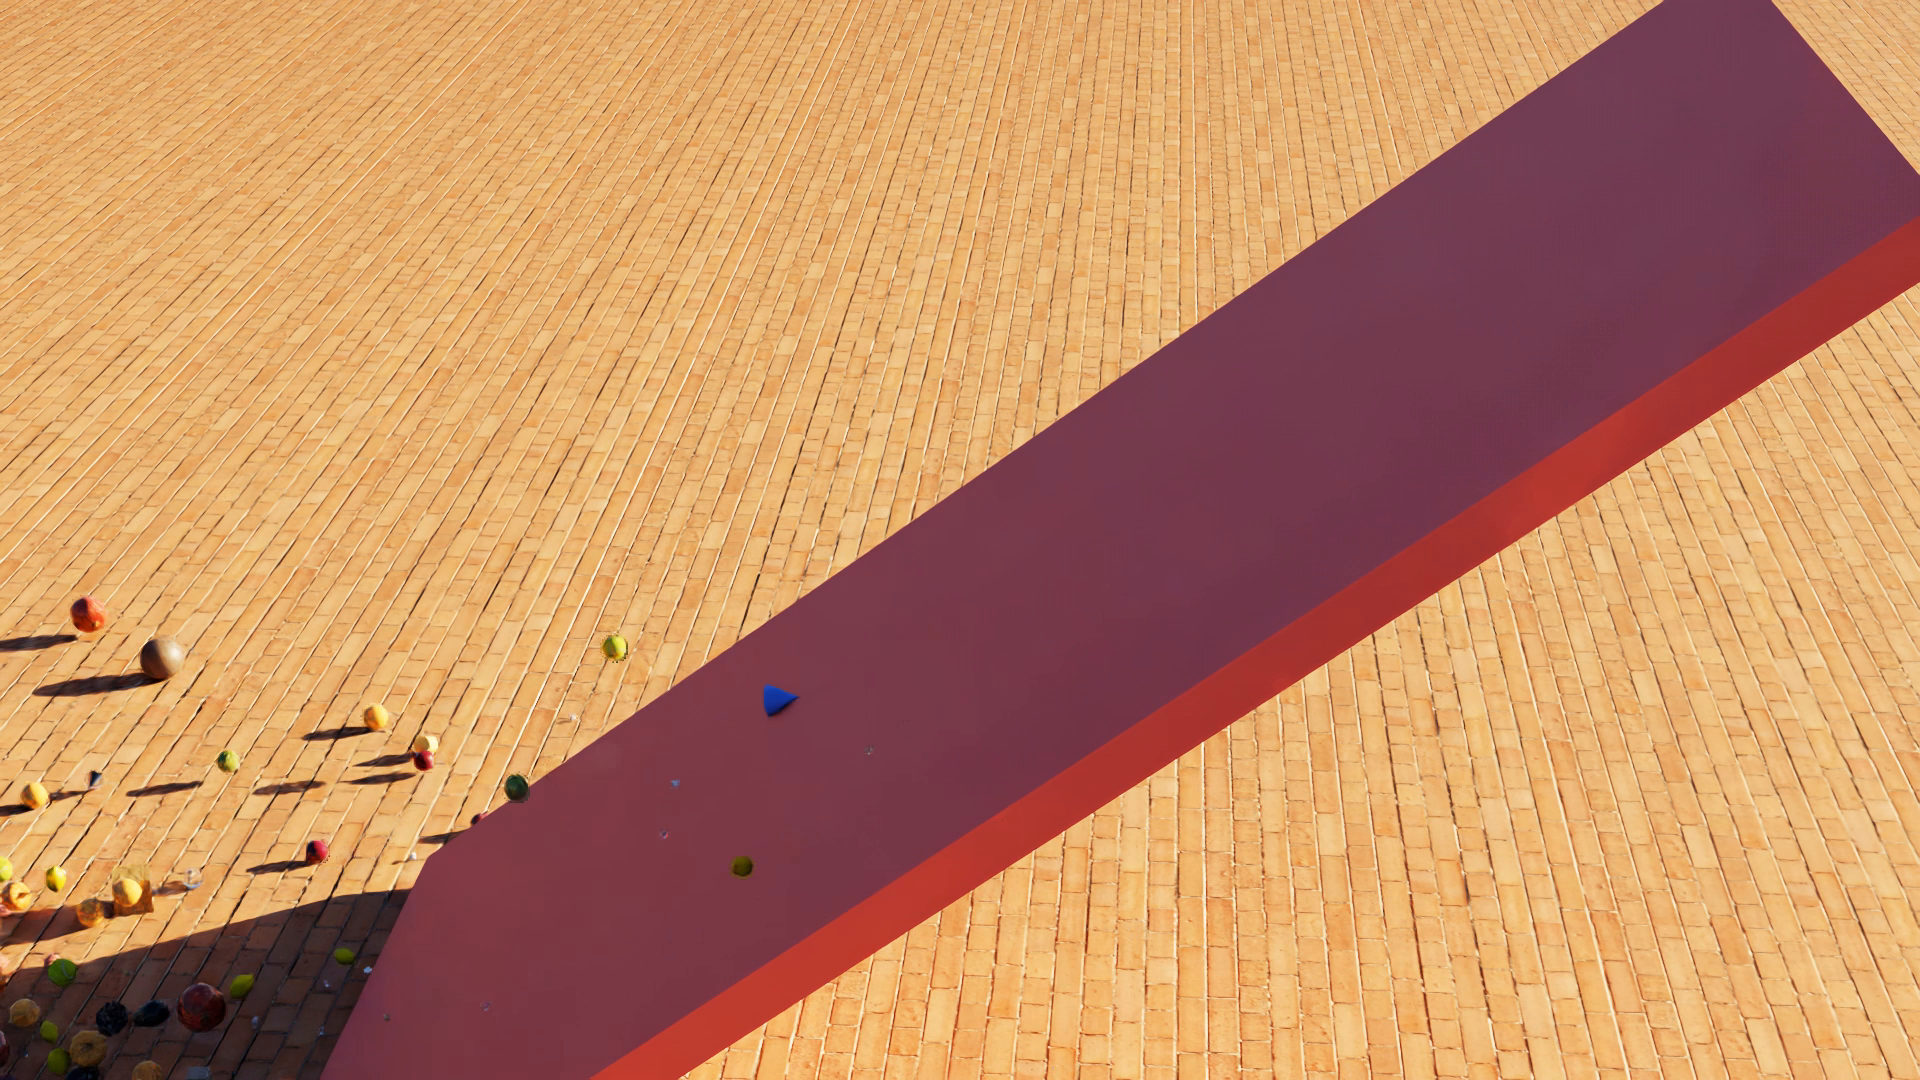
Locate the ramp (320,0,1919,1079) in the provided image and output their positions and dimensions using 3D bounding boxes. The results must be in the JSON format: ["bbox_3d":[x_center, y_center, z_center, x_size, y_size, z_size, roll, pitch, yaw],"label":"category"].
[{"bbox_3d":[0.128,0.180,6.324,4.000,0.100,2.000,-34,16,17],"label":"ramp"}]

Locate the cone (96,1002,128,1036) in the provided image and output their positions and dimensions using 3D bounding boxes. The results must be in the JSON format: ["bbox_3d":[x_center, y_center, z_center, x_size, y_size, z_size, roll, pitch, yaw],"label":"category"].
[{"bbox_3d":[-2.088,1.163,7.170,0.083,0.083,0.083,-1,15,46],"label":"cone"}]

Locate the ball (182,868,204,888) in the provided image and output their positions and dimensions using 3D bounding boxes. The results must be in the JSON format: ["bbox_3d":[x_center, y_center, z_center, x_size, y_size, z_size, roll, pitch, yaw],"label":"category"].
[{"bbox_3d":[-2.035,0.898,7.803,0.053,0.053,0.053,0,23,0],"label":"ball"}]

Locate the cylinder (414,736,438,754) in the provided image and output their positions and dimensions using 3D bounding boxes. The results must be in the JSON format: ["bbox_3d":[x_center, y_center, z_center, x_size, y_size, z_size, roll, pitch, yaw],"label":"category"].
[{"bbox_3d":[-1.546,0.593,8.510,0.052,0.052,0.052,9,-2,20],"label":"cylinder"}]

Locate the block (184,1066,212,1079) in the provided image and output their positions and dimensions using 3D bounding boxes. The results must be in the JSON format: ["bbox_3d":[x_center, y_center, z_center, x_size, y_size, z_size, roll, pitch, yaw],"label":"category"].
[{"bbox_3d":[-1.790,1.273,6.913,0.051,0.051,0.051,-1,23,-3],"label":"block"}]

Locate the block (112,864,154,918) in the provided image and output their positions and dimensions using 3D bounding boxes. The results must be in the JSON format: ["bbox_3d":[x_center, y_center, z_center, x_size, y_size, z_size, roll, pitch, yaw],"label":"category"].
[{"bbox_3d":[-2.169,0.917,7.704,0.096,0.096,0.096,-6,24,-14],"label":"block"}]

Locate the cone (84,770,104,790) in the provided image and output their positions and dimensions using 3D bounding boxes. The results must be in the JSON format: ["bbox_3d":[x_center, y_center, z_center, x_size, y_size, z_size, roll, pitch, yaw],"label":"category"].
[{"bbox_3d":[-2.449,0.688,8.296,0.055,0.055,0.055,-2,18,-5],"label":"cone"}]
